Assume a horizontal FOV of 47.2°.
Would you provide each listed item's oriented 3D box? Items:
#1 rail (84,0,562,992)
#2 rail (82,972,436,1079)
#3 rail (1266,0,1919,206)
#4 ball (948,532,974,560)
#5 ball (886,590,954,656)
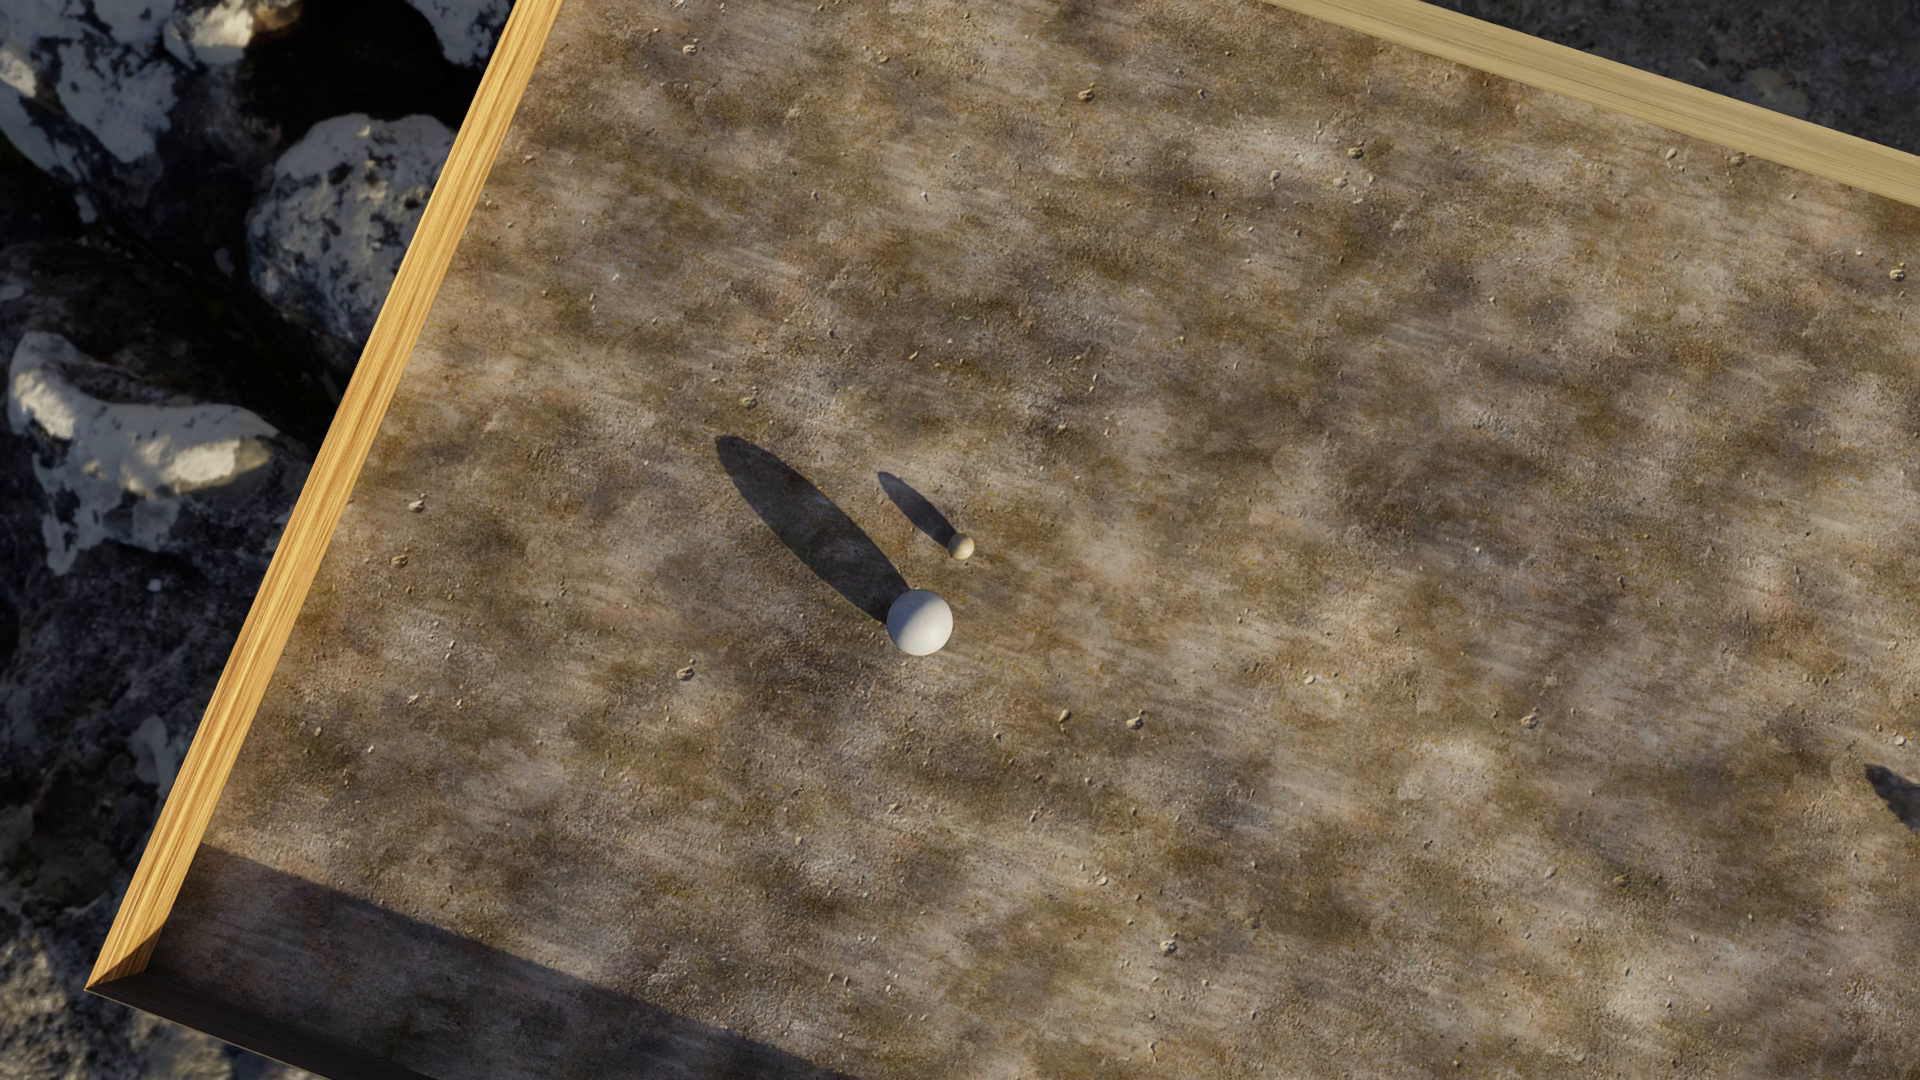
[{"bbox_3d":[-0.863,-0.299,3.378,0.045,0.130,2.080,19,77,5],"label":"rail"},{"bbox_3d":[0.551,1.223,2.995,3.752,0.130,0.045,19,77,5],"label":"rail"},{"bbox_3d":[1.220,-0.639,3.463,3.752,0.130,0.045,19,77,5],"label":"rail"},{"bbox_3d":[0.001,0.010,3.347,0.041,0.041,0.041,0,76,0],"label":"ball"},{"bbox_3d":[-0.060,0.123,3.288,0.100,0.100,0.100,0,76,0],"label":"ball"}]
